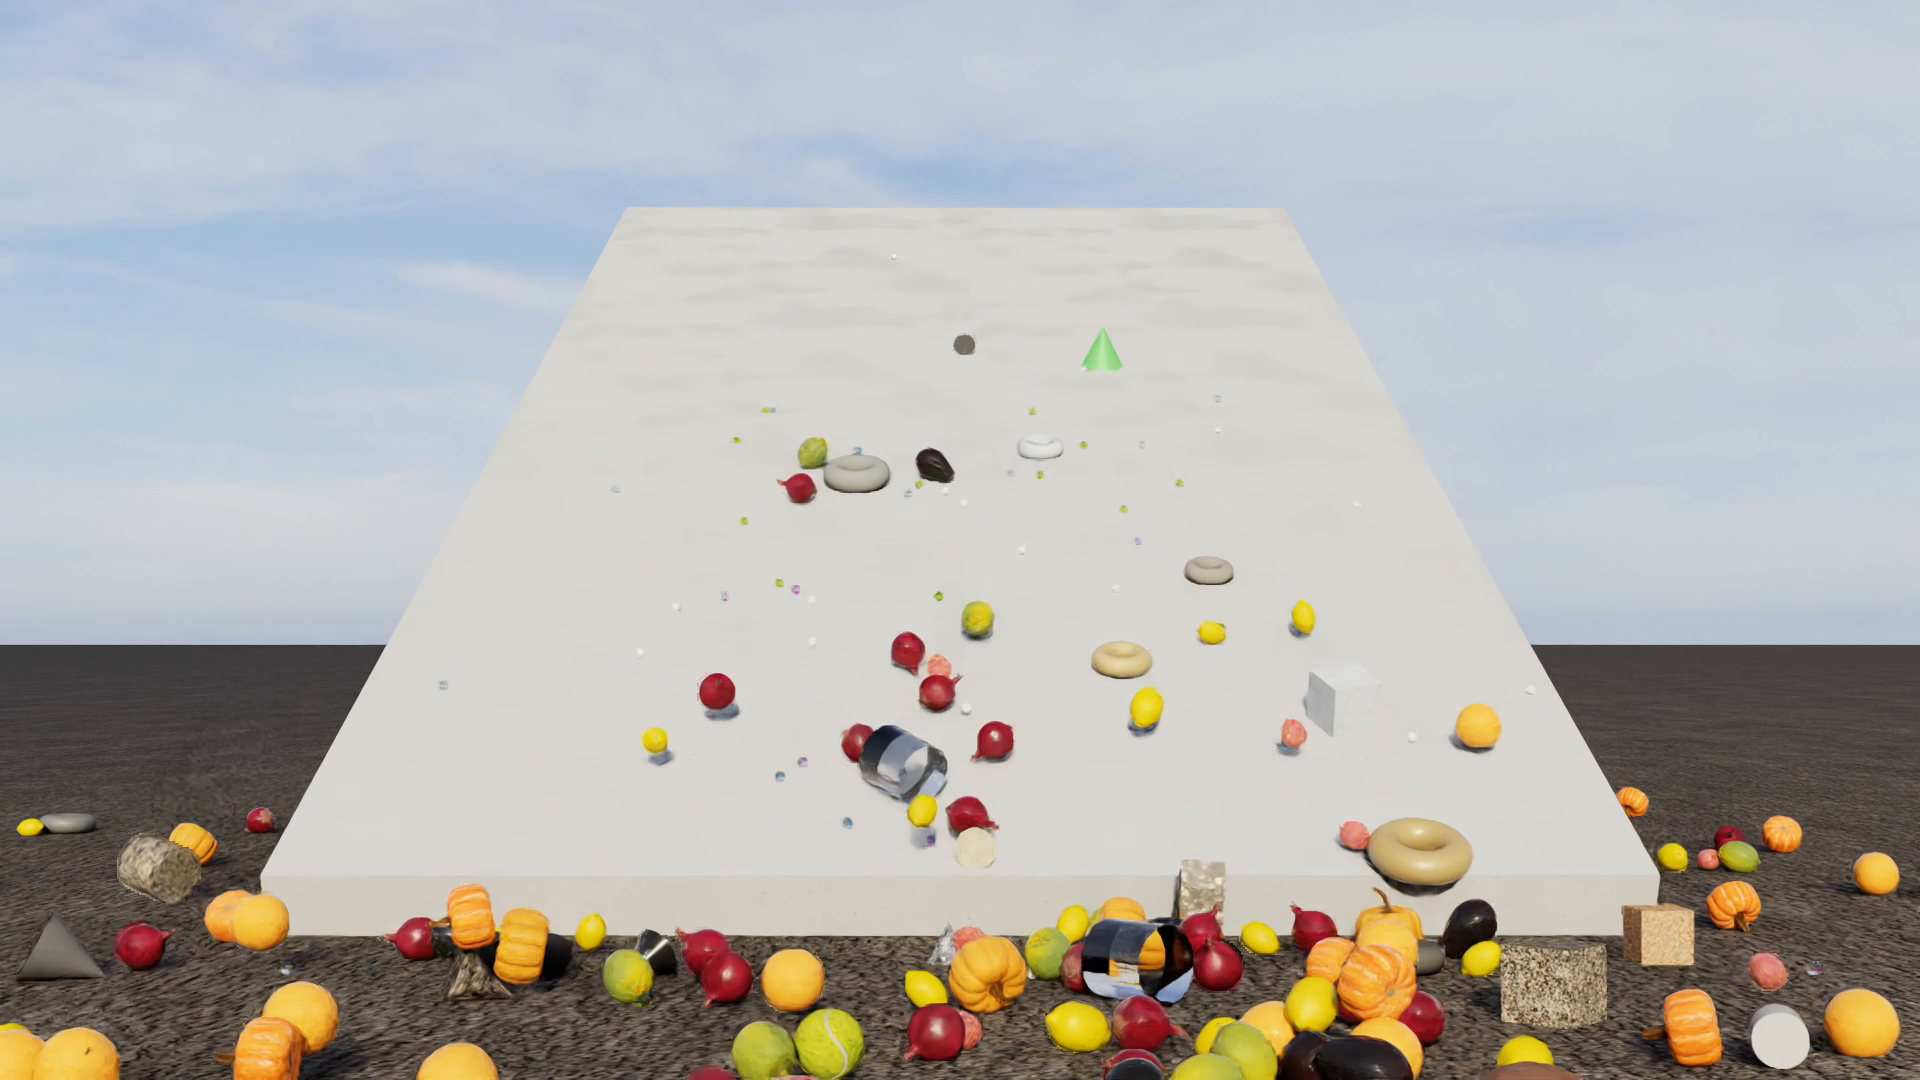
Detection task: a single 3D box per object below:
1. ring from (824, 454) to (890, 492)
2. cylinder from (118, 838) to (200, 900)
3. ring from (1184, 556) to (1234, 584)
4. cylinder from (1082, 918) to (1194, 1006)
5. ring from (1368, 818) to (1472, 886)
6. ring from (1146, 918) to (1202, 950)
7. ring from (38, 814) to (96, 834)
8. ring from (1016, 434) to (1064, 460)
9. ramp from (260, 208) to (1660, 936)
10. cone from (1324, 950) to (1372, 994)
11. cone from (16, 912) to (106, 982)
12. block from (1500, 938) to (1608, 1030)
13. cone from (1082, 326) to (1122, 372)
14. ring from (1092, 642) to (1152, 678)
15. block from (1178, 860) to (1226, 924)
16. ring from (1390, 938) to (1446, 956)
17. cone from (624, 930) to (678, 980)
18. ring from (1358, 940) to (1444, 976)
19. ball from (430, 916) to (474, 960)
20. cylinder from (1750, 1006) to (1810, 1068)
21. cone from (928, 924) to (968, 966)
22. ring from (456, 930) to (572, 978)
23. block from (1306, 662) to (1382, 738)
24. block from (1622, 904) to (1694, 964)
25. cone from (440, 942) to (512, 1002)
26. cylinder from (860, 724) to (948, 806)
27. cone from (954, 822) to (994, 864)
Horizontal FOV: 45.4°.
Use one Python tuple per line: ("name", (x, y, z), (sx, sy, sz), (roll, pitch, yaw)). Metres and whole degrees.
("ring", (-0.214, -0.138, 4.749), (0.140, 0.047, 0.140), (-1, 23, 0))
("cylinder", (-1.309, 0.538, 3.752), (0.089, 0.089, 0.089), (5, 1, 34))
("ring", (0.466, 0.057, 4.288), (0.093, 0.031, 0.093), (1, 22, 0))
("cylinder", (0.210, 0.499, 2.719), (0.094, 0.094, 0.094), (2, -3, -41))
("ring", (0.660, 0.447, 3.295), (0.149, 0.050, 0.149), (1, 21, 0))
("ring", (0.285, 0.543, 3.143), (0.095, 0.032, 0.095), (-1, 9, 0))
("ring", (-1.977, 0.628, 5.082), (0.120, 0.040, 0.120), (1, -3, 0))
("ring", (0.172, -0.200, 4.923), (0.100, 0.033, 0.100), (-1, 23, 0))
("ramp", (-0.006, -0.220, 5.152), (2.000, 0.100, 4.000), (0, 22, 0))
("cone", (0.485, 0.537, 2.802), (0.057, 0.057, 0.057), (33, -20, -29))
("cone", (-1.123, 0.533, 2.900), (0.095, 0.095, 0.095), (28, -11, -15))
("block", (0.668, 0.498, 2.583), (0.086, 0.086, 0.086), (-2, -3, 41))
("cone", (0.342, -0.464, 5.493), (0.099, 0.099, 0.099), (0, 22, 0))
("ring", (0.277, 0.204, 3.918), (0.104, 0.035, 0.104), (1, 21, 0))
("block", (0.337, 0.490, 3.200), (0.061, 0.061, 0.061), (3, 31, 4))
("ring", (0.602, 0.546, 3.052), (0.087, 0.029, 0.087), (0, -5, 0))
("cone", (-0.406, 0.540, 2.914), (0.065, 0.065, 0.065), (-2, 23, 42))
("ring", (0.569, 0.539, 2.960), (0.110, 0.037, 0.110), (1, -3, 0))
("ball", (-0.663, 0.519, 2.995), (0.057, 0.057, 0.057), (0, -2, 0))
("cylinder", (0.827, 0.501, 2.317), (0.056, 0.056, 0.056), (-1, -7, 18))
("cone", (-0.016, 0.533, 3.044), (0.054, 0.054, 0.054), (0, -2, 0))
("ring", (-0.573, 0.532, 2.947), (0.148, 0.049, 0.148), (1, -3, 0))
("block", (0.622, 0.258, 3.716), (0.085, 0.085, 0.085), (-8, 23, -20))
("block", (0.931, 0.526, 3.061), (0.071, 0.071, 0.071), (0, -2, -4))
("cone", (-0.567, 0.528, 2.728), (0.075, 0.075, 0.075), (26, -10, -14))
("cylinder", (-0.087, 0.342, 3.491), (0.095, 0.095, 0.095), (2, 15, -43))
("cone", (0.027, 0.441, 3.321), (0.061, 0.061, 0.061), (-1, -14, 16))
